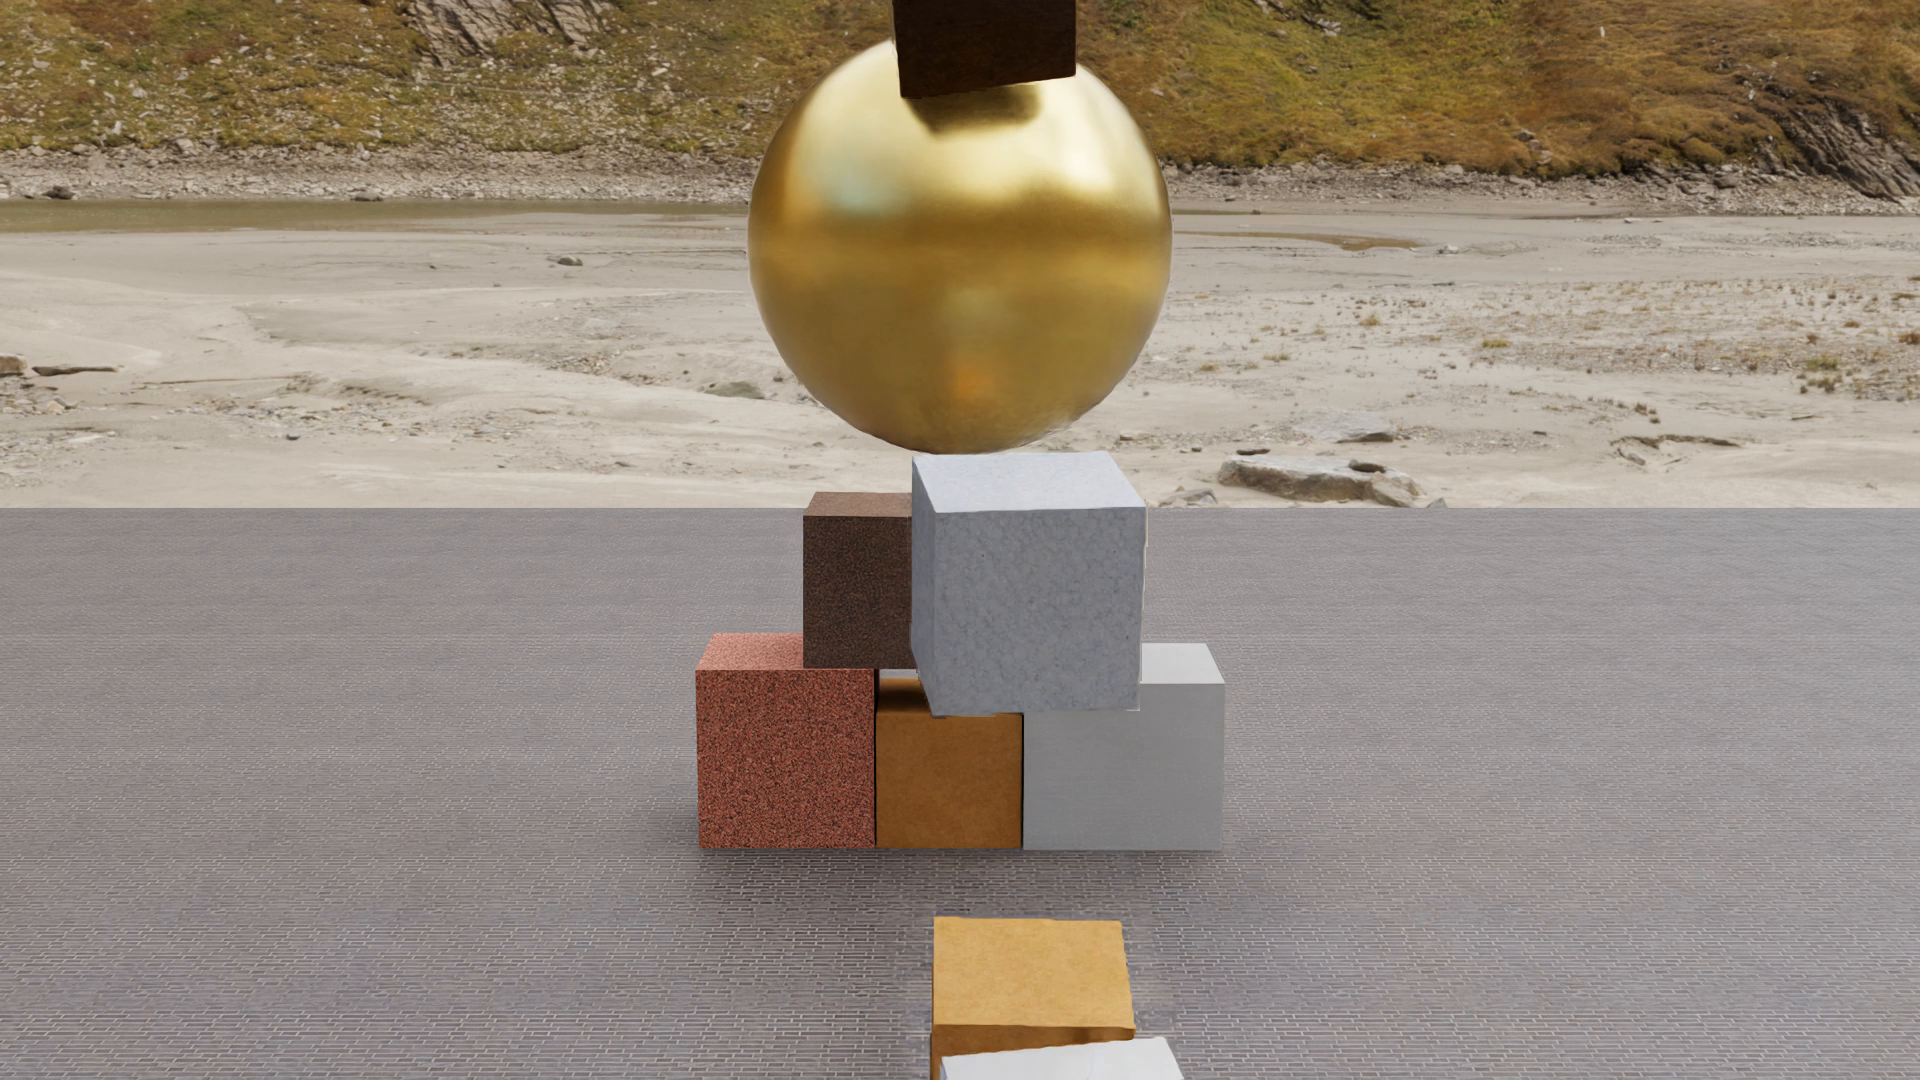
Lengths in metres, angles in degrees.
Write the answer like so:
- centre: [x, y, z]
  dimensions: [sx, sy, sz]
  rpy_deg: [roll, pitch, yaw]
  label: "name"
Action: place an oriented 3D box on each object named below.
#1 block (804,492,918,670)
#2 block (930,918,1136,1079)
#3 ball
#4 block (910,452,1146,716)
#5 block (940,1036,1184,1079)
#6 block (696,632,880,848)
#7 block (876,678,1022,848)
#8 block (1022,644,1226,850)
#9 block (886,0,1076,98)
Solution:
- centre: [-0.401, 0.195, 11.210]
  dimensions: [0.734, 0.767, 0.751]
  rpy_deg: [1, 10, 1]
  label: "block"
- centre: [0.231, 1.771, 7.608]
  dimensions: [0.661, 0.659, 0.659]
  rpy_deg: [1, 22, -1]
  label: "block"
- centre: [0.000, -1.117, 8.279]
  dimensions: [1.600, 1.600, 1.600]
  rpy_deg: [0, 10, 0]
  label: "ball"
- centre: [0.194, 0.122, 6.785]
  dimensions: [0.624, 0.640, 0.581]
  rpy_deg: [-2, 19, -8]
  label: "block"
- centre: [0.330, 1.964, 6.575]
  dimensions: [0.702, 0.659, 0.585]
  rpy_deg: [-2, 25, -12]
  label: "block"
- centre: [-0.869, 1.022, 11.377]
  dimensions: [0.883, 0.920, 0.832]
  rpy_deg: [0, 10, 0]
  label: "block"
- centre: [-0.055, 1.141, 11.375]
  dimensions: [0.725, 0.684, 0.785]
  rpy_deg: [0, 10, 0]
  label: "block"
- centre: [0.814, 1.053, 11.373]
  dimensions: [0.993, 0.860, 0.882]
  rpy_deg: [0, 10, 0]
  label: "block"
- centre: [0.045, -1.996, 7.506]
  dimensions: [0.609, 0.662, 0.594]
  rpy_deg: [-7, -28, -2]
  label: "block"
